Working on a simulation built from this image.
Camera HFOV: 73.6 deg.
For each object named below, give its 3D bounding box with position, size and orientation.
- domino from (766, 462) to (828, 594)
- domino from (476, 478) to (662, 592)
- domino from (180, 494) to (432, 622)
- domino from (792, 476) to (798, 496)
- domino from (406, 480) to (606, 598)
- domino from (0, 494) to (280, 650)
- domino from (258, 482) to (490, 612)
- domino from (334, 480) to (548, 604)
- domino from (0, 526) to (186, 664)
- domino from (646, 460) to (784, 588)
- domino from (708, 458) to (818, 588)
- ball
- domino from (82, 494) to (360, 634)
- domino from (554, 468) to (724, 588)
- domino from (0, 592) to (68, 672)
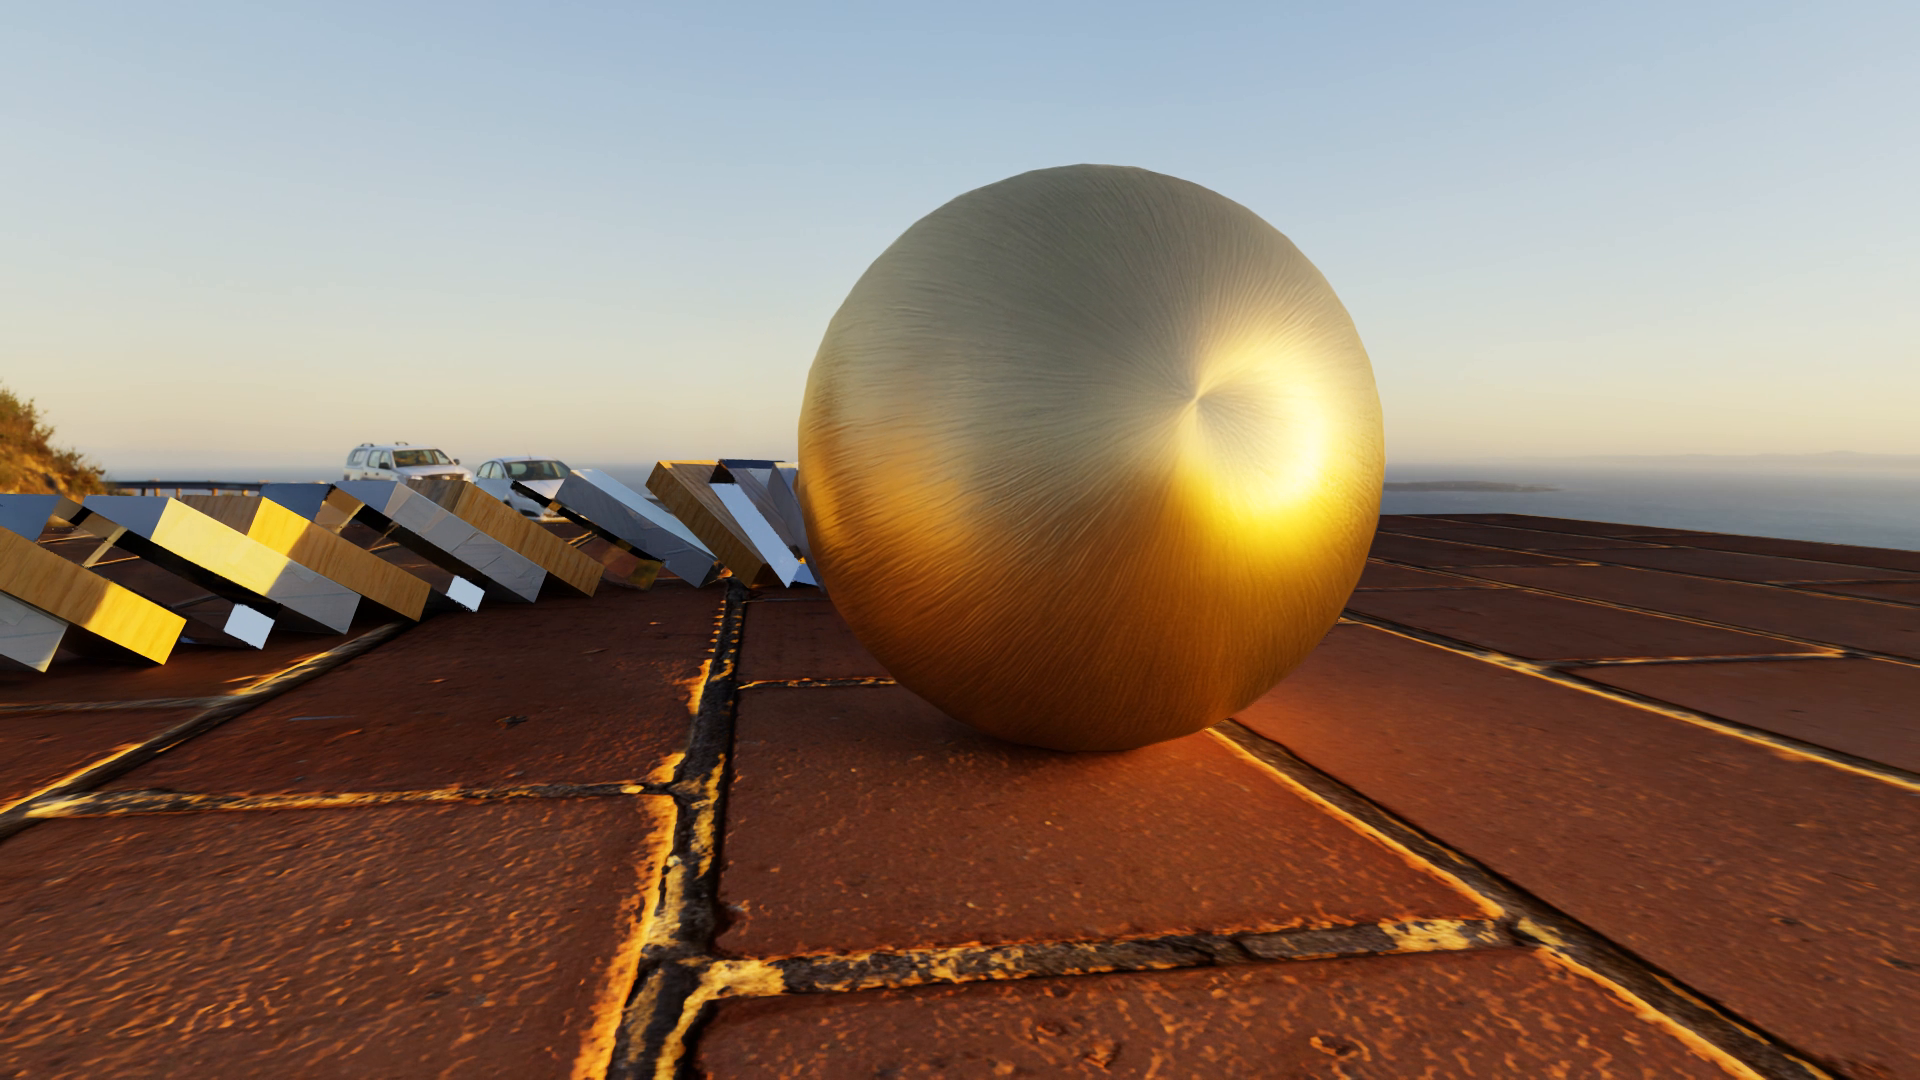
[{"bbox_3d":[-0.037,-0.004,0.379,0.025,0.010,0.050,-1,39,-31],"label":"domino"},{"bbox_3d":[-0.113,-0.001,0.366,0.050,0.009,0.025,34,-19,-37],"label":"domino"},{"bbox_3d":[-0.149,0.005,0.292,0.025,0.010,0.050,2,-23,24],"label":"domino"},{"bbox_3d":[-0.028,-0.004,0.365,0.025,0.009,0.050,1,39,-30],"label":"domino"},{"bbox_3d":[-0.123,0.000,0.346,0.025,0.010,0.050,3,-25,34],"label":"domino"},{"bbox_3d":[-0.164,0.007,0.252,0.025,0.010,0.050,2,-26,23],"label":"domino"},{"bbox_3d":[-0.142,0.002,0.312,0.025,0.010,0.050,2,-26,29],"label":"domino"},{"bbox_3d":[-0.134,0.001,0.329,0.025,0.010,0.050,2,-26,32],"label":"domino"},{"bbox_3d":[-0.172,0.008,0.234,0.025,0.010,0.050,2,-27,23],"label":"domino"},{"bbox_3d":[-0.071,-0.006,0.396,0.050,0.009,0.025,42,22,21],"label":"domino"},{"bbox_3d":[-0.053,-0.006,0.390,0.025,0.010,0.050,-2,40,-46],"label":"domino"},{"bbox_3d":[0.017,-0.011,0.179,0.080,0.080,0.080,0,4,0],"label":"ball"},{"bbox_3d":[-0.156,0.006,0.272,0.025,0.010,0.050,2,-24,23],"label":"domino"},{"bbox_3d":[-0.095,-0.004,0.389,0.050,0.010,0.025,32,4,-1],"label":"domino"},{"bbox_3d":[-0.181,0.008,0.214,0.025,0.010,0.050,0,-28,19],"label":"domino"}]
